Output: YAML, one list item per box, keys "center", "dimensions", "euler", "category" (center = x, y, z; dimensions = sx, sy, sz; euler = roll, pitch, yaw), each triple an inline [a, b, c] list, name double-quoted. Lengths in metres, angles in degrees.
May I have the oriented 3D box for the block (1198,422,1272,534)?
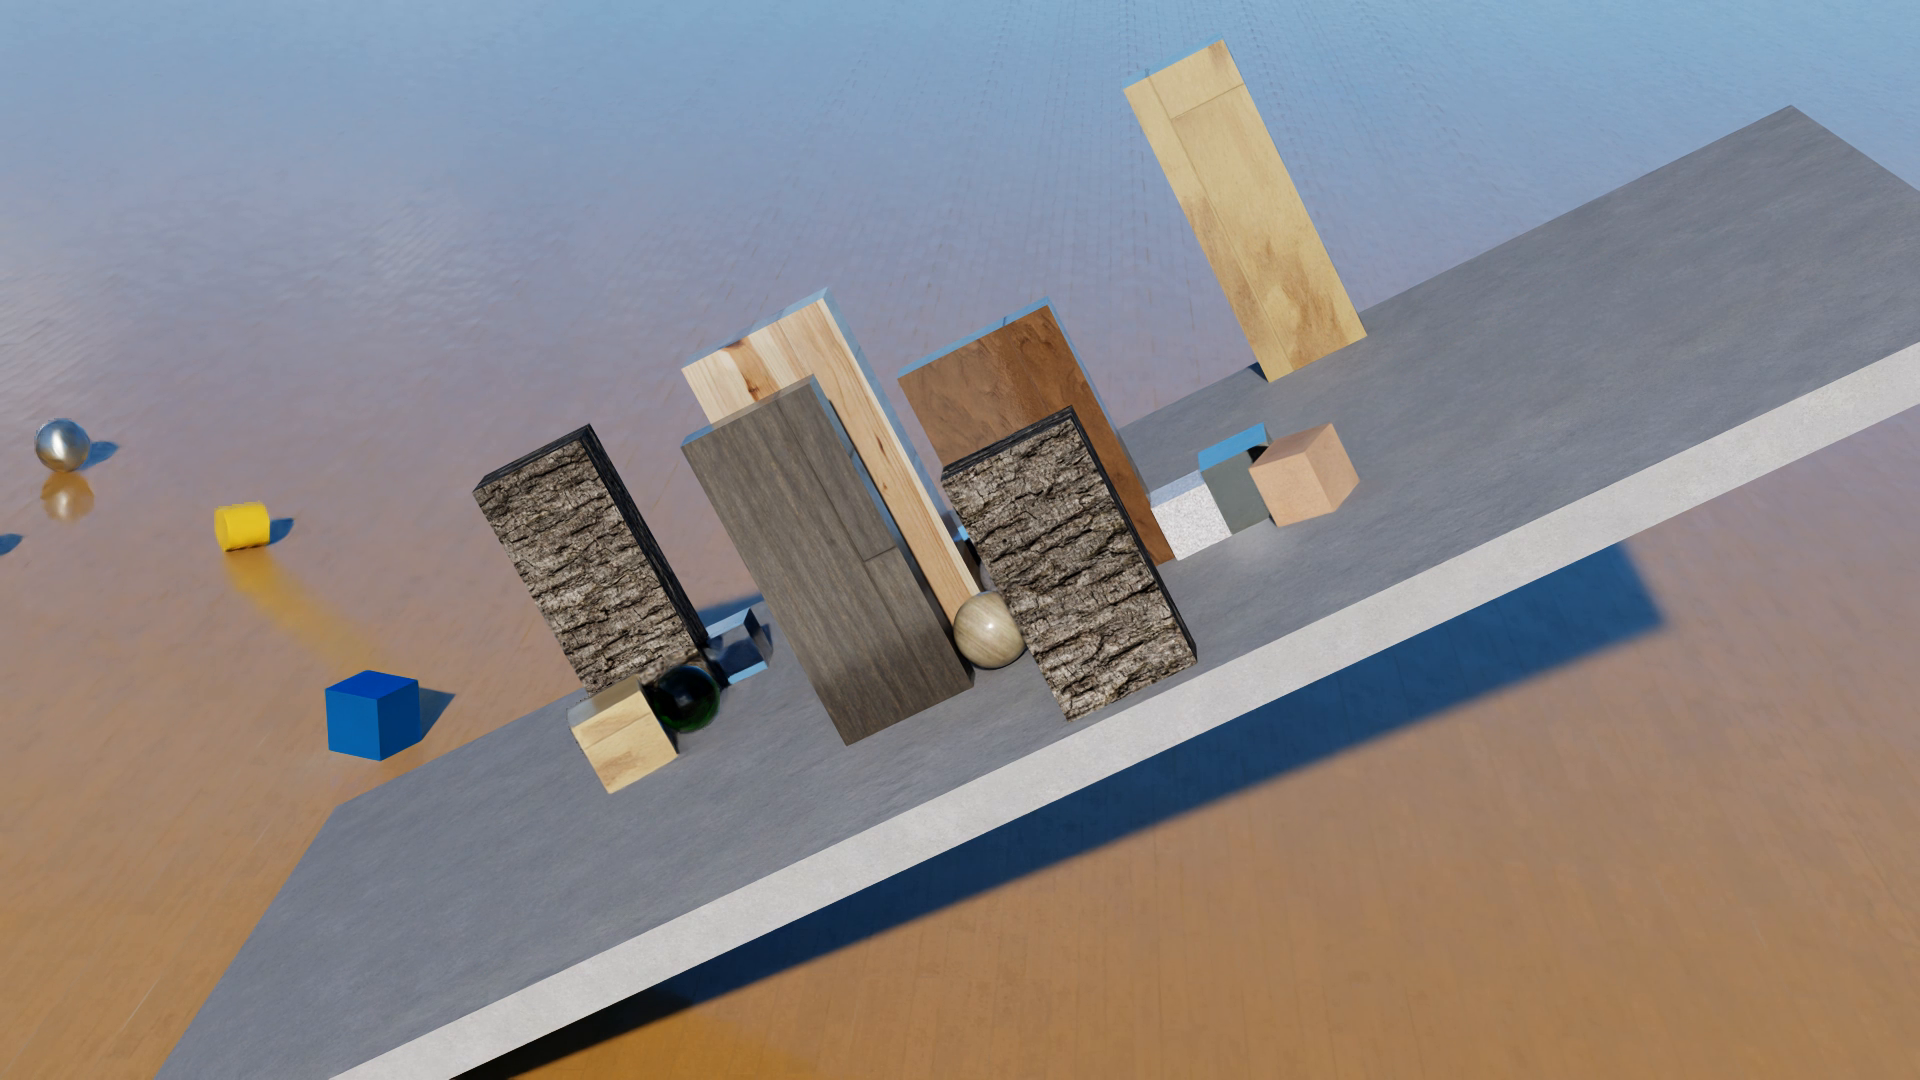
- center: [0.583, -0.125, 5.960]
  dimensions: [0.147, 0.147, 0.147]
  euler: [-26, 14, 10]
  category: "block"

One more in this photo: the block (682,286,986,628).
- center: [-0.242, -0.101, 6.131]
  dimensions: [0.330, 0.781, 0.115]
  euler: [-26, 14, 10]
  category: "block"

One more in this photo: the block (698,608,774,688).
- center: [-0.517, 0.249, 6.794]
  dimensions: [0.119, 0.119, 0.119]
  euler: [-25, 14, 10]
  category: "block"

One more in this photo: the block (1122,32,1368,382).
- center: [0.662, -0.772, 6.836]
  dimensions: [0.252, 0.768, 0.149]
  euler: [-26, 14, 10]
  category: "block"

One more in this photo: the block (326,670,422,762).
- center: [-1.639, 0.489, 8.221]
  dimensions: [0.181, 0.181, 0.181]
  euler: [9, 19, 27]
  category: "block"

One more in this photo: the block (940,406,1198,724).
- center: [0.199, 0.045, 5.319]
  dimensions: [0.260, 0.509, 0.101]
  euler: [-26, 14, 10]
  category: "block"

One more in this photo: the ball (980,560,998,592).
- center: [0.116, 0.065, 6.168]
  dimensions: [0.151, 0.151, 0.151]
  euler: [0, 17, 0]
  category: "ball"

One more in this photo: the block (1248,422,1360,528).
- center: [0.680, -0.128, 5.809]
  dimensions: [0.134, 0.134, 0.134]
  euler: [-17, 18, 38]
  category: "block"

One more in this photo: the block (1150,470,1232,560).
- center: [0.469, -0.053, 5.974]
  dimensions: [0.122, 0.122, 0.122]
  euler: [-26, 14, 10]
  category: "block"

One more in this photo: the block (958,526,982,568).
- center: [0.057, 0.028, 6.464]
  dimensions: [0.129, 0.129, 0.129]
  euler: [-31, 14, -11]
  category: "block"

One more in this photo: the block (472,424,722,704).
- center: [-0.821, 0.100, 6.758]
  dimensions: [0.279, 0.670, 0.144]
  euler: [-26, 14, 10]
  category: "block"

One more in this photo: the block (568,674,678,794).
- center: [-0.744, 0.427, 6.482]
  dimensions: [0.171, 0.171, 0.171]
  euler: [-29, 14, -4]
  category: "block"

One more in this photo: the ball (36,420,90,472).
- center: [-3.347, -0.352, 10.968]
  dimensions: [0.195, 0.195, 0.195]
  euler: [0, 17, 0]
  category: "ball"

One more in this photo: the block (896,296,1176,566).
- center: [0.159, -0.157, 5.973]
  dimensions: [0.338, 0.584, 0.087]
  euler: [-26, 14, 10]
  category: "block"

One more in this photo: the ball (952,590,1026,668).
- center: [0.063, 0.178, 5.854]
  dimensions: [0.154, 0.154, 0.154]
  euler: [0, 17, 0]
  category: "ball"

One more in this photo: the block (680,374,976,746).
- center: [-0.257, 0.044, 5.820]
  dimensions: [0.287, 0.694, 0.082]
  euler: [-26, 14, 10]
  category: "block"

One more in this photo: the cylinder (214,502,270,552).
- center: [-2.450, -0.045, 10.042]
  dimensions: [0.146, 0.146, 0.146]
  euler: [-10, 20, -30]
  category: "cylinder"

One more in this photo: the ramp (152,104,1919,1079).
- center: [0.140, 0.168, 6.281]
  dimensions: [4.000, 0.100, 2.000]
  euler: [-26, 14, 10]
  category: "ramp"

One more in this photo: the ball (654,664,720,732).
- center: [-0.607, 0.352, 6.534]
  dimensions: [0.149, 0.149, 0.149]
  euler: [0, 17, 0]
  category: "ball"
